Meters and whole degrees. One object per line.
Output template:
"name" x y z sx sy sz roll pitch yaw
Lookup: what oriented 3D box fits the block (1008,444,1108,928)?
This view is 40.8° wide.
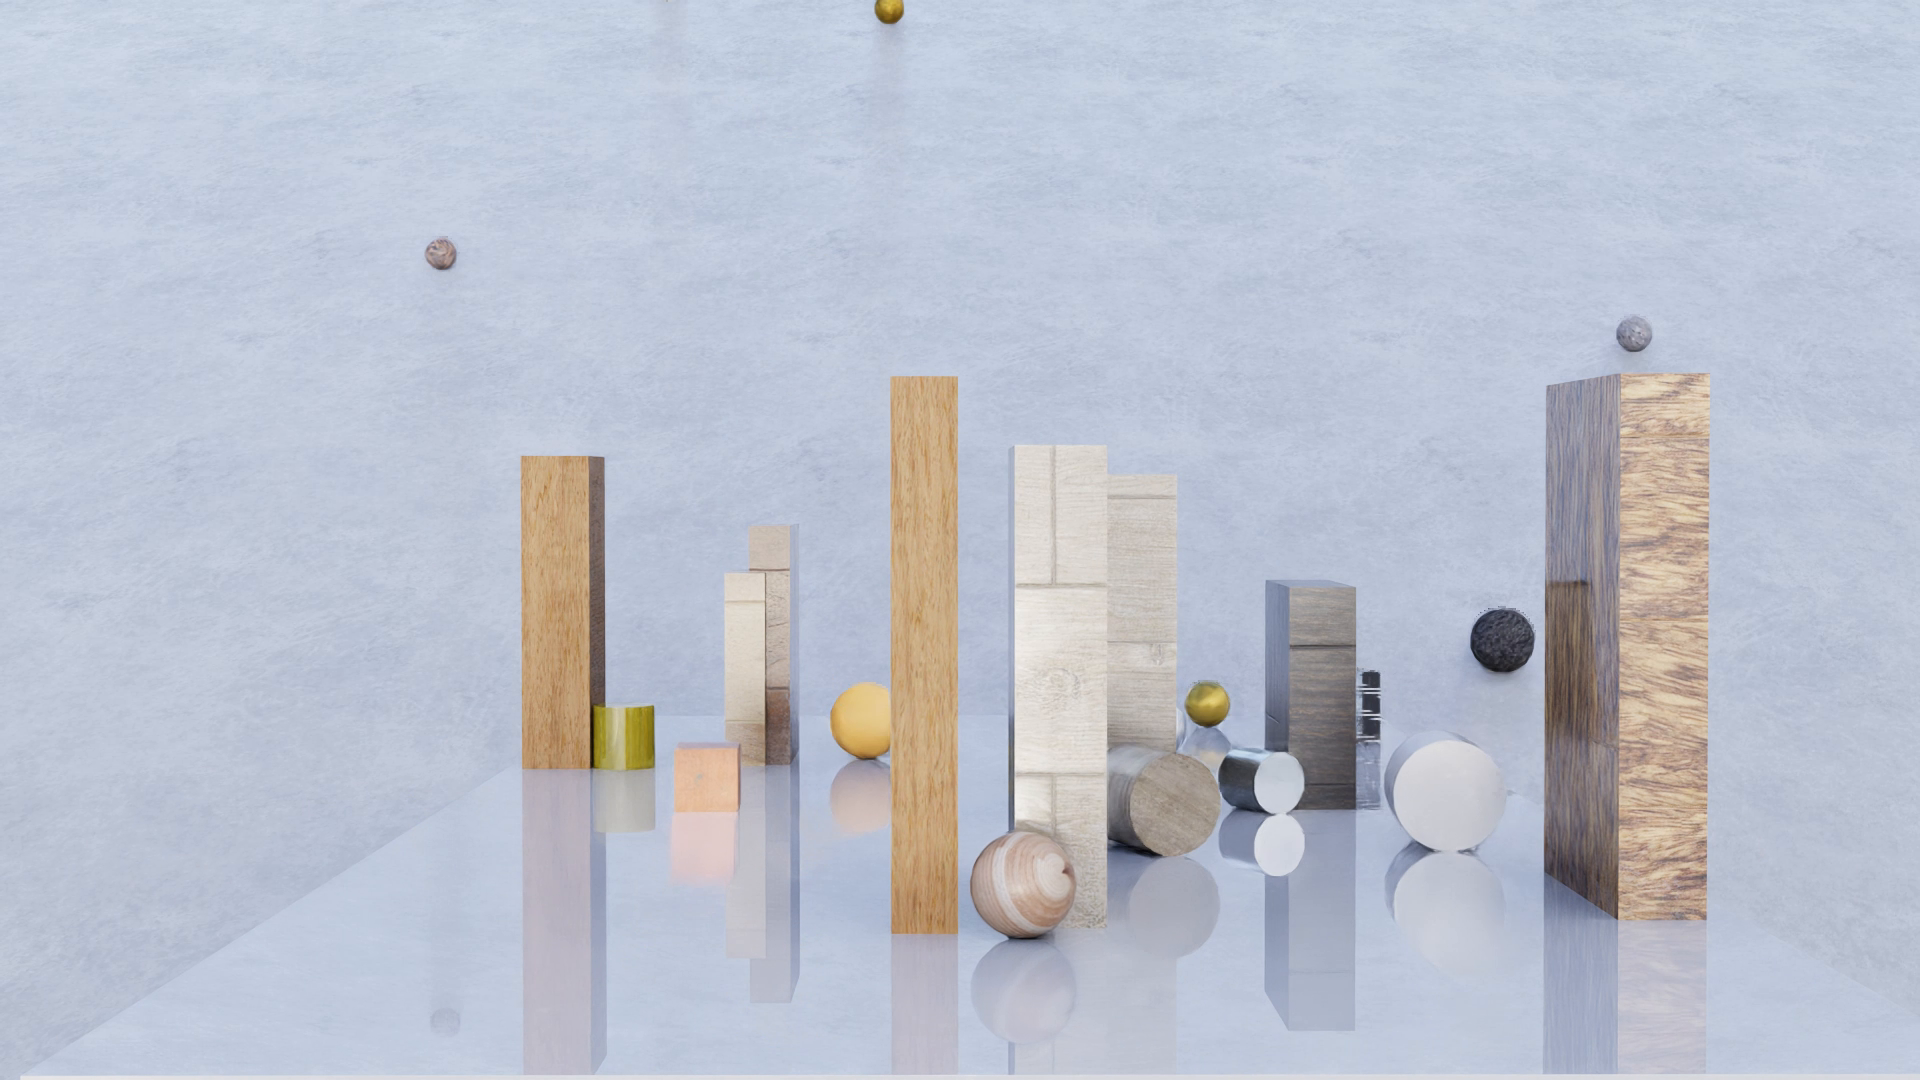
"block" 0.133 0.190 3.636 0.122 0.641 0.435 0 1 0

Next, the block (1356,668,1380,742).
"block" 0.867 0.381 5.970 0.158 0.158 0.158 0 1 -16

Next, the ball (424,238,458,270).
"ball" -1.953 -1.077 9.714 0.120 0.120 0.120 0 26 0

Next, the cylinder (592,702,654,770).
"cylinder" -0.701 0.408 5.382 0.130 0.130 0.130 0 1 0

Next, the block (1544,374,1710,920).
"block" 0.948 0.140 3.698 0.120 0.738 0.442 0 1 0

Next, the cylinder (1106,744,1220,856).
"cylinder" 0.309 0.418 4.160 0.162 0.162 0.162 -12 6 -23

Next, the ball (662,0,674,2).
"ball" -1.499 -2.831 13.216 0.151 0.151 0.151 0 26 0

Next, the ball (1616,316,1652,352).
"ball" 2.349 -0.717 8.986 0.122 0.122 0.122 0 26 0

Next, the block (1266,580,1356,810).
"block" 0.656 0.283 4.852 0.121 0.403 0.366 0 1 0

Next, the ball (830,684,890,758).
"ball" -0.200 0.390 5.550 0.160 0.160 0.160 0 26 0

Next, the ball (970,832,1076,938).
"ball" 0.082 0.448 3.354 0.138 0.138 0.138 0 26 0

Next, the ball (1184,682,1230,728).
"ball" 0.601 0.398 6.260 0.111 0.111 0.111 0 26 0

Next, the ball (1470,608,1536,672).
"ball" 1.459 0.271 6.941 0.172 0.172 0.172 0 26 0

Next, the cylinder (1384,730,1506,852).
"cylinder" 0.792 0.408 4.222 0.179 0.179 0.179 2 1 5

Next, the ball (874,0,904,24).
"ball" -0.351 -2.641 12.830 0.152 0.152 0.152 0 26 0

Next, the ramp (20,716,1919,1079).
"ramp" 0.060 0.540 4.577 2.000 0.100 4.000 0 1 0

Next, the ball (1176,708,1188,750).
"ball" 0.433 0.409 5.593 0.119 0.119 0.119 0 26 0

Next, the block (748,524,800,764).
"block" -0.400 0.218 5.572 0.086 0.503 0.317 0 1 0

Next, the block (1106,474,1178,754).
"block" 0.314 0.185 4.663 0.122 0.606 0.412 0 1 0

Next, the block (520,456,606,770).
"block" -0.837 0.148 5.455 0.141 0.648 0.240 0 1 0

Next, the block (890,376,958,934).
"block" -0.047 0.147 3.593 0.088 0.730 0.436 0 1 0

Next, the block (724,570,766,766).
"block" -0.449 0.269 5.512 0.084 0.404 0.243 0 1 0

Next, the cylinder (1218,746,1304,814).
"cylinder" 0.543 0.433 4.651 0.111 0.111 0.111 -15 9 -28

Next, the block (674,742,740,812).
"block" -0.459 0.431 4.703 0.113 0.113 0.113 0 1 -2
